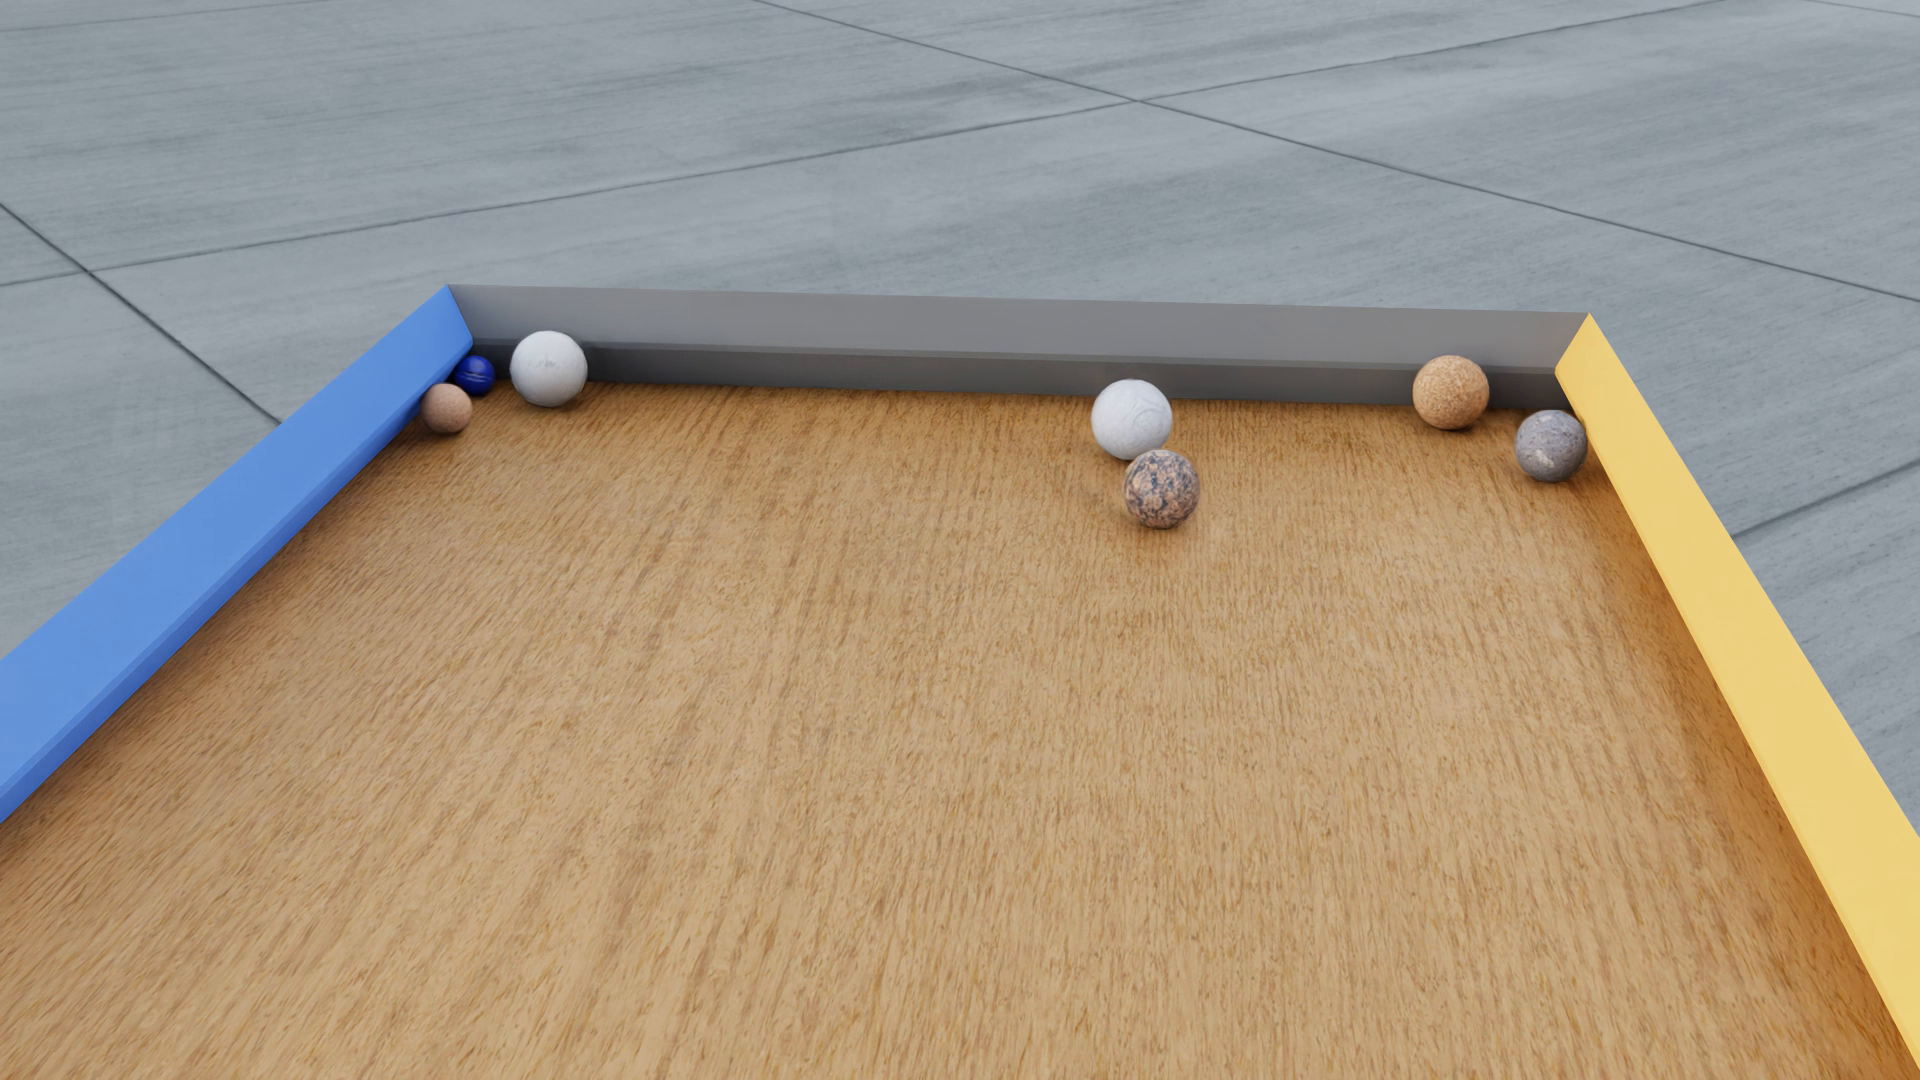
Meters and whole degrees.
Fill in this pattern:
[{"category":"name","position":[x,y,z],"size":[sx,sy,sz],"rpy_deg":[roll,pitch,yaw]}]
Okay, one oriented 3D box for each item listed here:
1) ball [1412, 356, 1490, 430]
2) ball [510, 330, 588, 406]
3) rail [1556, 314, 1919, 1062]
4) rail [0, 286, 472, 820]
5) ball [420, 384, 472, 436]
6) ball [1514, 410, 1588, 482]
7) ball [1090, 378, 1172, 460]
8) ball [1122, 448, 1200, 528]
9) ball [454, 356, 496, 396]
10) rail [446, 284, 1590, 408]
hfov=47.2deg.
[{"category":"ball","position":[0.619,-0.186,2.772],"size":[0.094,0.094,0.094],"rpy_deg":[0,22,0]},{"category":"ball","position":[-0.534,-0.222,2.856],"size":[0.099,0.099,0.099],"rpy_deg":[0,22,0]},{"category":"rail","position":[0.664,0.237,1.660],"size":[0.045,0.129,2.541],"rpy_deg":[2,22,5]},{"category":"rail","position":[-0.783,0.187,1.786],"size":[0.045,0.129,2.541],"rpy_deg":[2,22,5]},{"category":"ball","position":[-0.644,-0.164,2.755],"size":[0.065,0.065,0.065],"rpy_deg":[0,22,0]},{"category":"ball","position":[0.698,-0.112,2.598],"size":[0.084,0.084,0.084],"rpy_deg":[0,22,0]},{"category":"ball","position":[0.208,-0.146,2.665],"size":[0.099,0.099,0.099],"rpy_deg":[0,22,0]},{"category":"ball","position":[0.225,-0.058,2.458],"size":[0.088,0.088,0.088],"rpy_deg":[0,22,0]},{"category":"ball","position":[-0.641,-0.218,2.906],"size":[0.053,0.053,0.053],"rpy_deg":[0,22,0]},{"category":"rail","position":[0.057,-0.248,2.876],"size":[1.501,0.129,0.045],"rpy_deg":[2,22,5]}]
